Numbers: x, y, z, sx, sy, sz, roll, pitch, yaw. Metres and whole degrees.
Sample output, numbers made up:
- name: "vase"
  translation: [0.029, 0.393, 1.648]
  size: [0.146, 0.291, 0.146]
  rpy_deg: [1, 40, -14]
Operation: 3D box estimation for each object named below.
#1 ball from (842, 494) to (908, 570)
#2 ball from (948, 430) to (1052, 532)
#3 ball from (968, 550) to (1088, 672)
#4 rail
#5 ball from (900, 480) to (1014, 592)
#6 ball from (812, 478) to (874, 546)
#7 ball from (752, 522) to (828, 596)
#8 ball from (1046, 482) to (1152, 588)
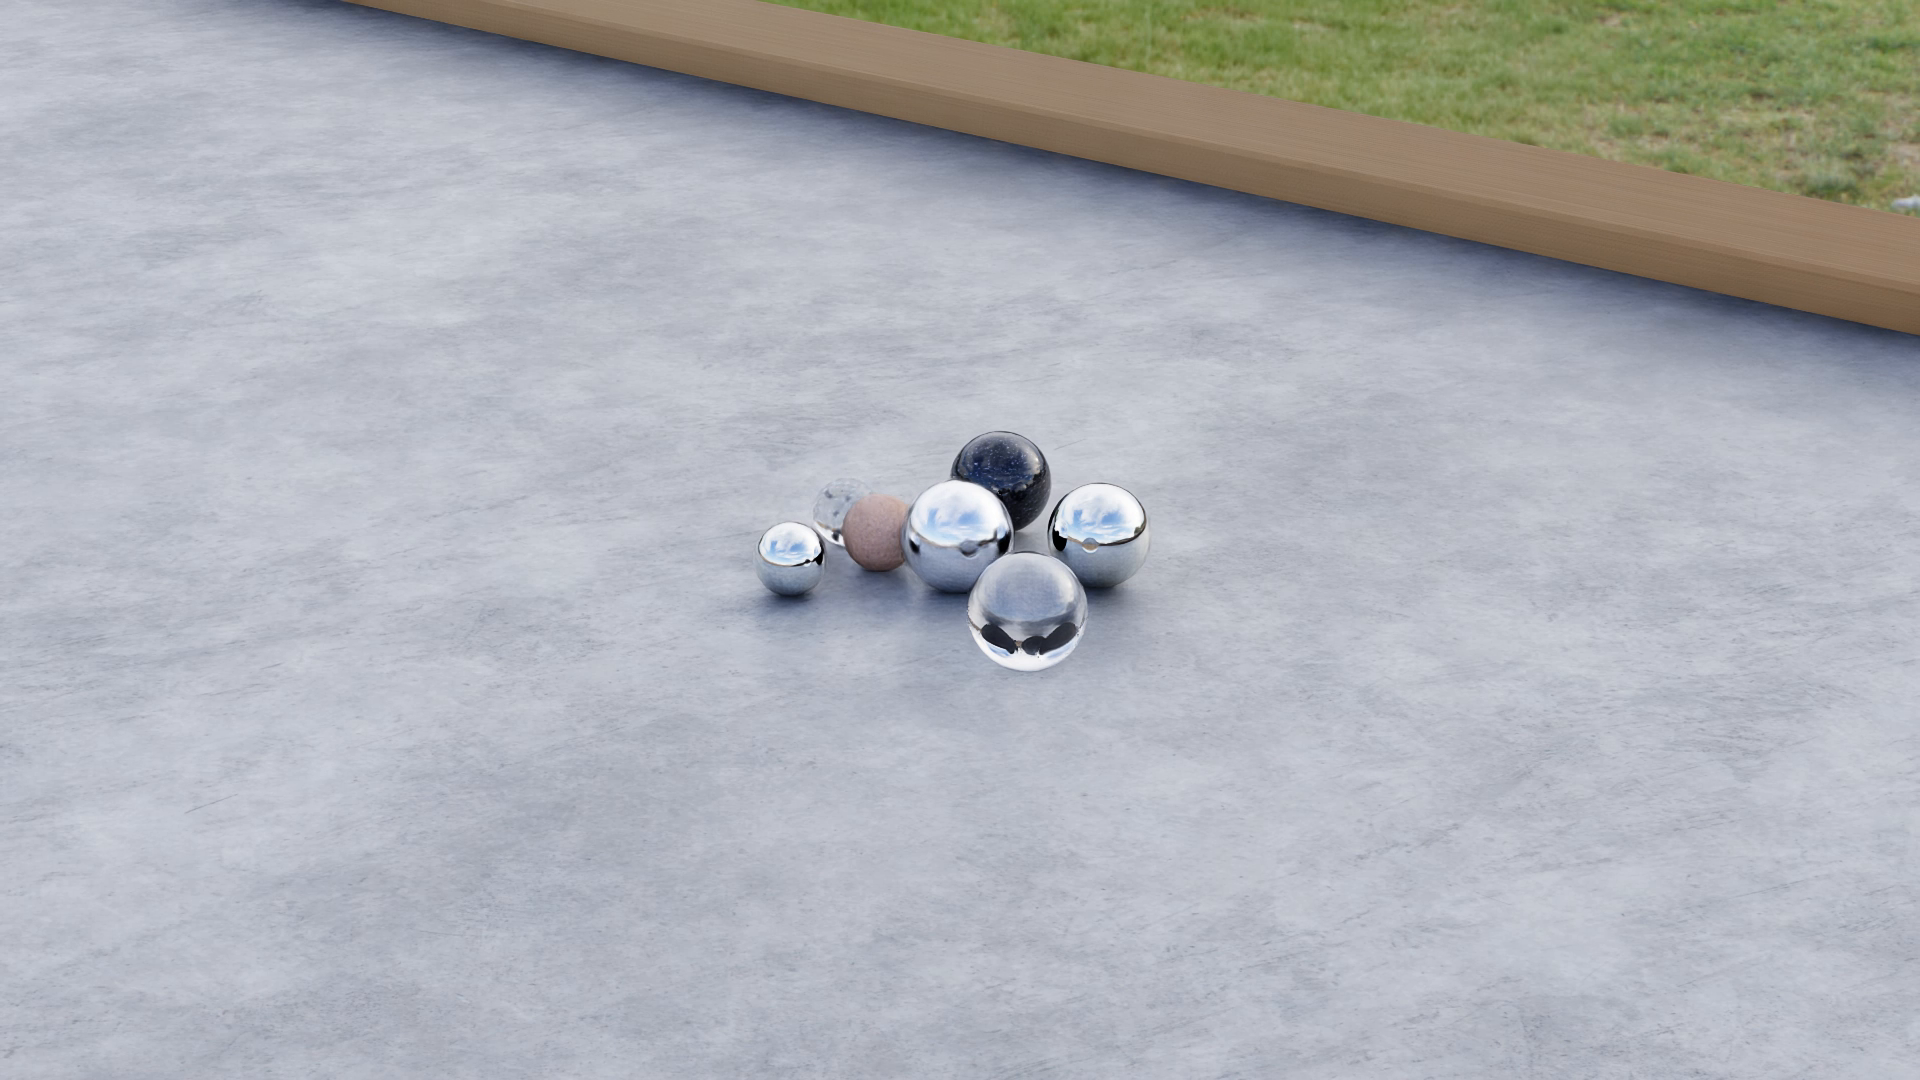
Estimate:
- name: "ball"
  translation: [-0.069, -0.007, 2.545]
  size: [0.067, 0.067, 0.067]
  rpy_deg: [0, 22, 0]
- name: "ball"
  translation: [0.036, -0.052, 2.622]
  size: [0.092, 0.092, 0.092]
  rpy_deg: [0, 22, 0]
- name: "ball"
  translation: [0.054, 0.057, 2.348]
  size: [0.097, 0.097, 0.097]
  rpy_deg: [0, 22, 0]
- name: "rail"
  translation: [-0.072, -0.624, 3.989]
  size: [4.416, 0.125, 0.045]
  rpy_deg: [18, 28, 37]
- name: "ball"
  translation: [-0.002, -0.003, 2.498]
  size: [0.096, 0.096, 0.096]
  rpy_deg: [0, 22, 0]
- name: "ball"
  translation: [-0.100, -0.025, 2.599]
  size: [0.060, 0.060, 0.060]
  rpy_deg: [0, 22, 0]
- name: "ball"
  translation: [-0.144, 0.016, 2.493]
  size: [0.064, 0.064, 0.064]
  rpy_deg: [0, 22, 0]
- name: "ball"
  translation: [0.119, -0.004, 2.508]
  size: [0.090, 0.090, 0.090]
  rpy_deg: [0, 22, 0]
